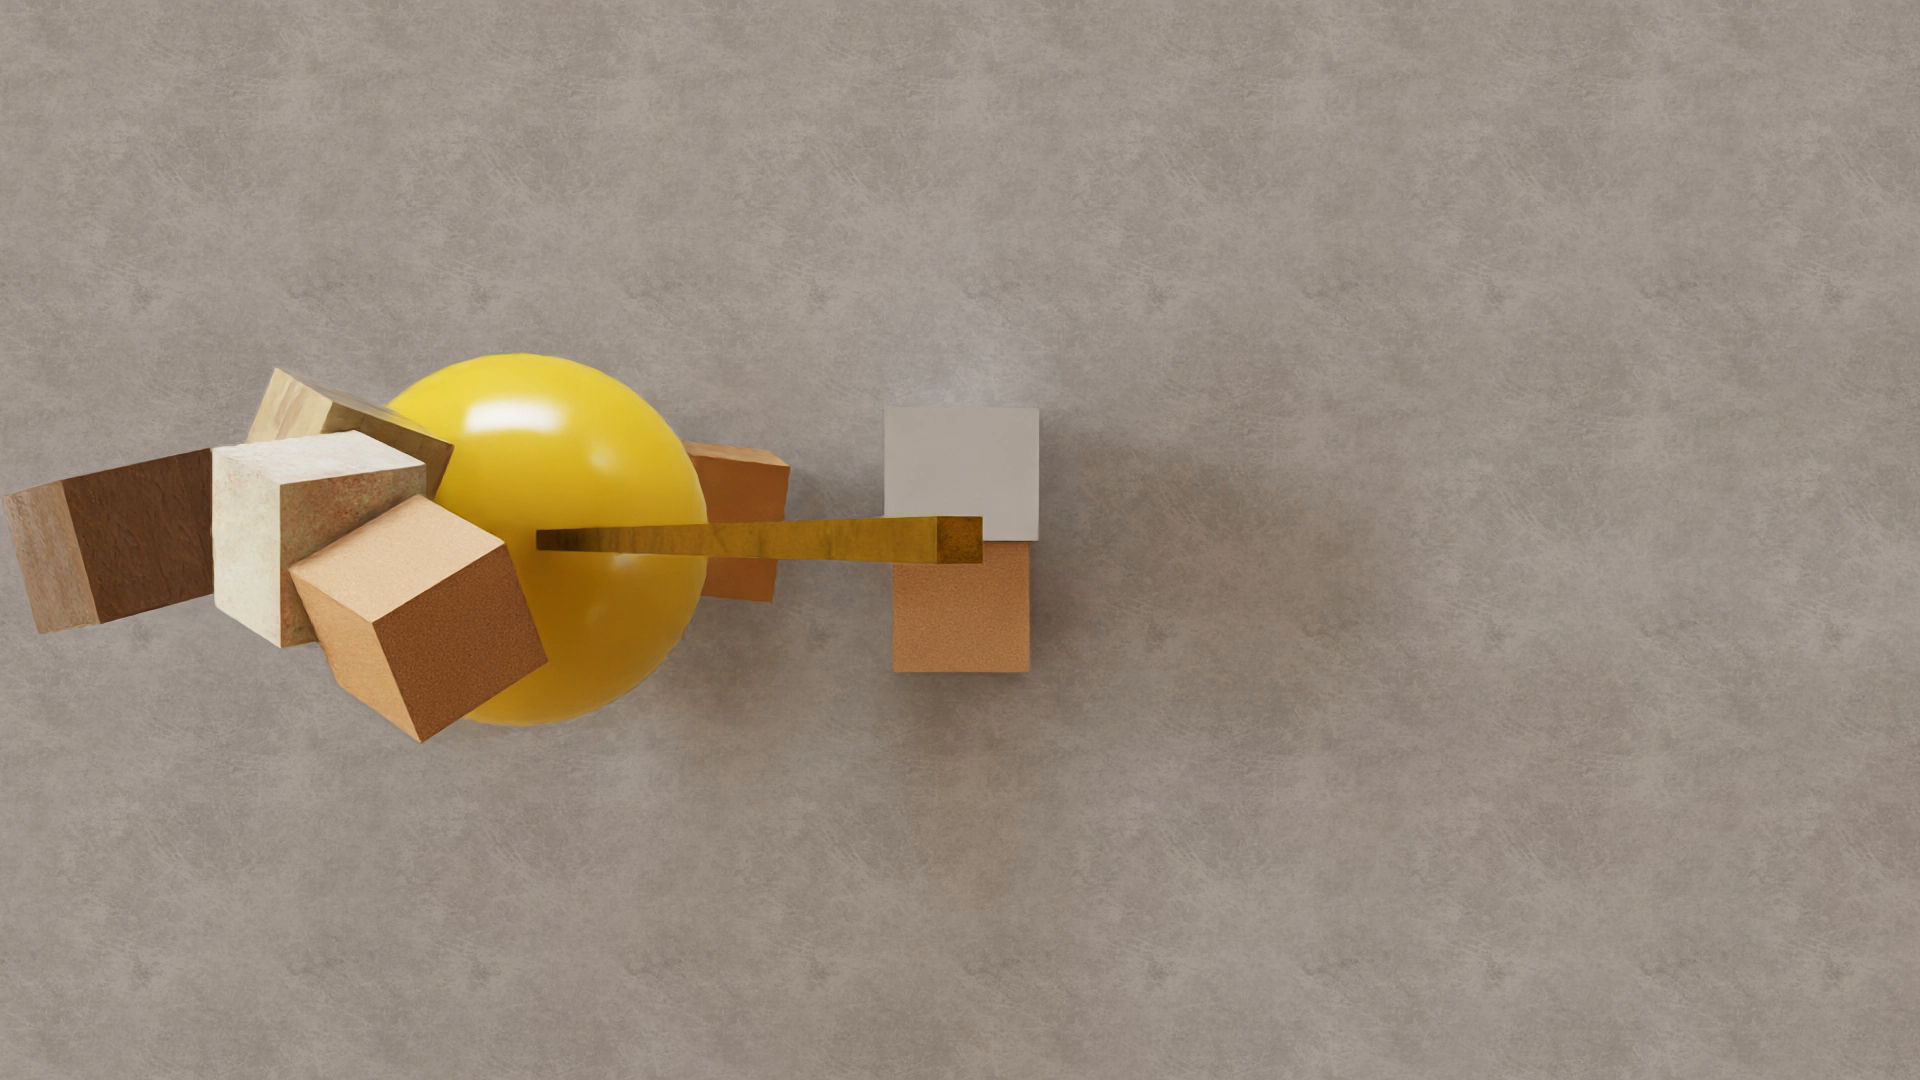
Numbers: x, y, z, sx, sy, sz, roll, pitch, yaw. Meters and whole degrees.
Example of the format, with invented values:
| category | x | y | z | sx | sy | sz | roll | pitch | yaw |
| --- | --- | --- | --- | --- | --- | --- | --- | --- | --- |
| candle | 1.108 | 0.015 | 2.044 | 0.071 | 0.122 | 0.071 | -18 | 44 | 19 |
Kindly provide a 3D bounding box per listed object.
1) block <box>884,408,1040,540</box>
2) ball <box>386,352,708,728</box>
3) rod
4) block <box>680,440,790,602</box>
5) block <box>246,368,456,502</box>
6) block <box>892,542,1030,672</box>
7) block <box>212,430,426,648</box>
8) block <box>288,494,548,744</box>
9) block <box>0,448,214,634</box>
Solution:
| category | x | y | z | sx | sy | sz | roll | pitch | yaw |
| --- | --- | --- | --- | --- | --- | --- | --- | --- | --- |
| block | 0.010 | -0.365 | 12.559 | 0.849 | 0.882 | 0.732 | 0 | 90 | 0 |
| ball | -1.875 | 0.000 | 9.402 | 1.600 | 1.600 | 1.600 | 0 | 90 | 0 |
| rod | -0.813 | 0.000 | 6.172 | 0.080 | 5.200 | 0.080 | 0 | 90 | -18 |
| block | -1.449 | -0.128 | 12.482 | 0.767 | 0.791 | 0.769 | 7 | 97 | -14 |
| block | -2.401 | -0.219 | 8.430 | 0.518 | 0.620 | 0.635 | 21 | 92 | -39 |
| block | 0.006 | 0.371 | 12.605 | 0.760 | 0.790 | 0.725 | 0 | 90 | 0 |
| block | -2.276 | -0.016 | 7.812 | 0.492 | 0.557 | 0.587 | 22 | 114 | 42 |
| block | -1.852 | 0.259 | 7.531 | 0.527 | 0.571 | 0.504 | -35 | 129 | -30 |
| block | -4.430 | 0.004 | 11.663 | 0.701 | 0.844 | 0.752 | -8 | 97 | 43 |
